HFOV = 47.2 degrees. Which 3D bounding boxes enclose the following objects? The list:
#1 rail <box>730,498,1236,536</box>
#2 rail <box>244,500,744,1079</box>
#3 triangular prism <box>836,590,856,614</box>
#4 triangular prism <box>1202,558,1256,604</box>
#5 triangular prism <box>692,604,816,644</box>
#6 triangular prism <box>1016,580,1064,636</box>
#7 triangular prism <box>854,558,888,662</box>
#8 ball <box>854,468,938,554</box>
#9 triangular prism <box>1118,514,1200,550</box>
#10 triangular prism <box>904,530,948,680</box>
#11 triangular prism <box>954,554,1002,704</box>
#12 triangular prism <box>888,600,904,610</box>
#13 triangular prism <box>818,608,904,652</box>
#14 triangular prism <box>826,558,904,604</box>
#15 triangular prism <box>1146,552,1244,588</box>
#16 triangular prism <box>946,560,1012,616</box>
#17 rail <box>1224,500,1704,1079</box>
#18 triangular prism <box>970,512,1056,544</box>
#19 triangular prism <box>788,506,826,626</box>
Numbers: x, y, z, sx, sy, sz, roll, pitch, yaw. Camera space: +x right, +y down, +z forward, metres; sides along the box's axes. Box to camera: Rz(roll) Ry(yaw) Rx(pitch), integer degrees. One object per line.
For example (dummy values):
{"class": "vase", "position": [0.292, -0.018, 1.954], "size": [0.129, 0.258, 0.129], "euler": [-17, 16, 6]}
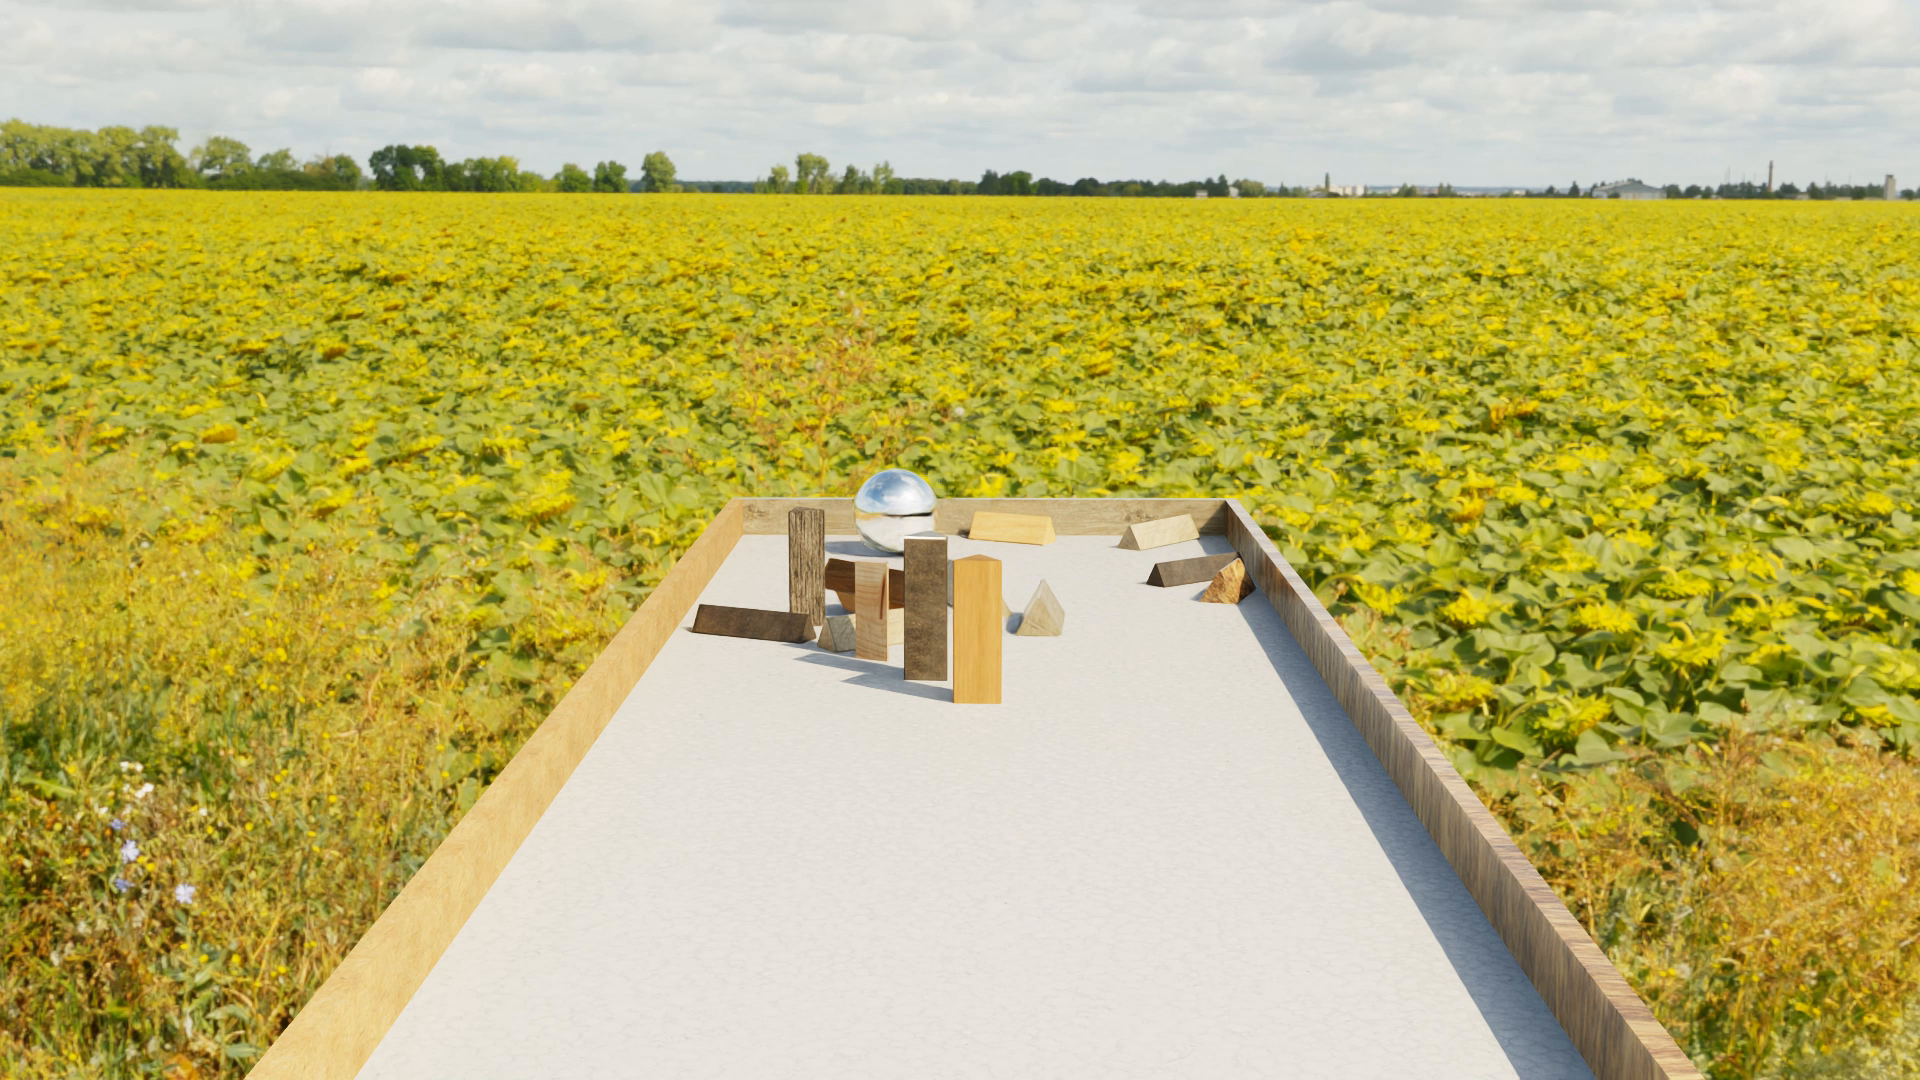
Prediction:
{"class": "rail", "position": [0.099, -0.098, 9.147], "size": [2.100, 0.150, 0.050], "euler": [0, 9, 1]}
{"class": "rail", "position": [-1.004, 0.839, 3.234], "size": [0.050, 0.150, 12.000], "euler": [0, 9, 1]}
{"class": "triangular prism", "position": [-0.346, 0.194, 7.393], "size": [0.081, 0.094, 0.308], "euler": [32, -5, -24]}
{"class": "triangular prism", "position": [0.949, 0.140, 7.755], "size": [0.127, 0.110, 0.303], "euler": [4, 10, 20]}
{"class": "triangular prism", "position": [-0.662, 0.263, 7.060], "size": [0.406, 0.086, 0.099], "euler": [4, 10, 25]}
{"class": "triangular prism", "position": [0.267, 0.218, 7.218], "size": [0.143, 0.123, 0.349], "euler": [0, 9, 5]}
{"class": "triangular prism", "position": [-0.248, 0.209, 6.723], "size": [0.112, 0.302, 0.097], "euler": [4, 10, 24]}
{"class": "ball", "position": [-0.252, -0.112, 8.648], "size": [0.335, 0.335, 0.335], "euler": [0, 9, 0]}
{"class": "triangular prism", "position": [0.809, -0.036, 8.913], "size": [0.112, 0.097, 0.416], "euler": [8, 12, 40]}
{"class": "triangular prism", "position": [-0.096, 0.191, 6.439], "size": [0.125, 0.426, 0.108], "euler": [1, 9, 4]}
{"class": "triangular prism", "position": [0.051, 0.248, 6.156], "size": [0.133, 0.404, 0.115], "euler": [0, 9, 3]}
{"class": "triangular prism", "position": [-0.242, 0.204, 7.458], "size": [0.091, 0.079, 0.436], "euler": [-7, 11, -35]}
{"class": "triangular prism", "position": [-0.290, 0.277, 6.924], "size": [0.306, 0.100, 0.116], "euler": [-6, 11, -34]}
{"class": "triangular prism", "position": [-0.295, 0.131, 7.329], "size": [0.384, 0.097, 0.111], "euler": [9, 9, 38]}
{"class": "triangular prism", "position": [0.874, 0.104, 8.080], "size": [0.424, 0.082, 0.095], "euler": [-7, 11, -38]}
{"class": "triangular prism", "position": [0.036, 0.161, 7.574], "size": [0.142, 0.123, 0.460], "euler": [-3, 10, -17]}
{"class": "rail", "position": [1.046, 0.843, 3.208], "size": [0.050, 0.150, 12.000], "euler": [0, 9, 1]}
{"class": "triangular prism", "position": [0.215, -0.054, 8.989], "size": [0.339, 0.107, 0.123], "euler": [5, 10, 29]}
{"class": "triangular prism", "position": [-0.517, 0.087, 7.233], "size": [0.121, 0.384, 0.105], "euler": [-3, 10, -20]}
